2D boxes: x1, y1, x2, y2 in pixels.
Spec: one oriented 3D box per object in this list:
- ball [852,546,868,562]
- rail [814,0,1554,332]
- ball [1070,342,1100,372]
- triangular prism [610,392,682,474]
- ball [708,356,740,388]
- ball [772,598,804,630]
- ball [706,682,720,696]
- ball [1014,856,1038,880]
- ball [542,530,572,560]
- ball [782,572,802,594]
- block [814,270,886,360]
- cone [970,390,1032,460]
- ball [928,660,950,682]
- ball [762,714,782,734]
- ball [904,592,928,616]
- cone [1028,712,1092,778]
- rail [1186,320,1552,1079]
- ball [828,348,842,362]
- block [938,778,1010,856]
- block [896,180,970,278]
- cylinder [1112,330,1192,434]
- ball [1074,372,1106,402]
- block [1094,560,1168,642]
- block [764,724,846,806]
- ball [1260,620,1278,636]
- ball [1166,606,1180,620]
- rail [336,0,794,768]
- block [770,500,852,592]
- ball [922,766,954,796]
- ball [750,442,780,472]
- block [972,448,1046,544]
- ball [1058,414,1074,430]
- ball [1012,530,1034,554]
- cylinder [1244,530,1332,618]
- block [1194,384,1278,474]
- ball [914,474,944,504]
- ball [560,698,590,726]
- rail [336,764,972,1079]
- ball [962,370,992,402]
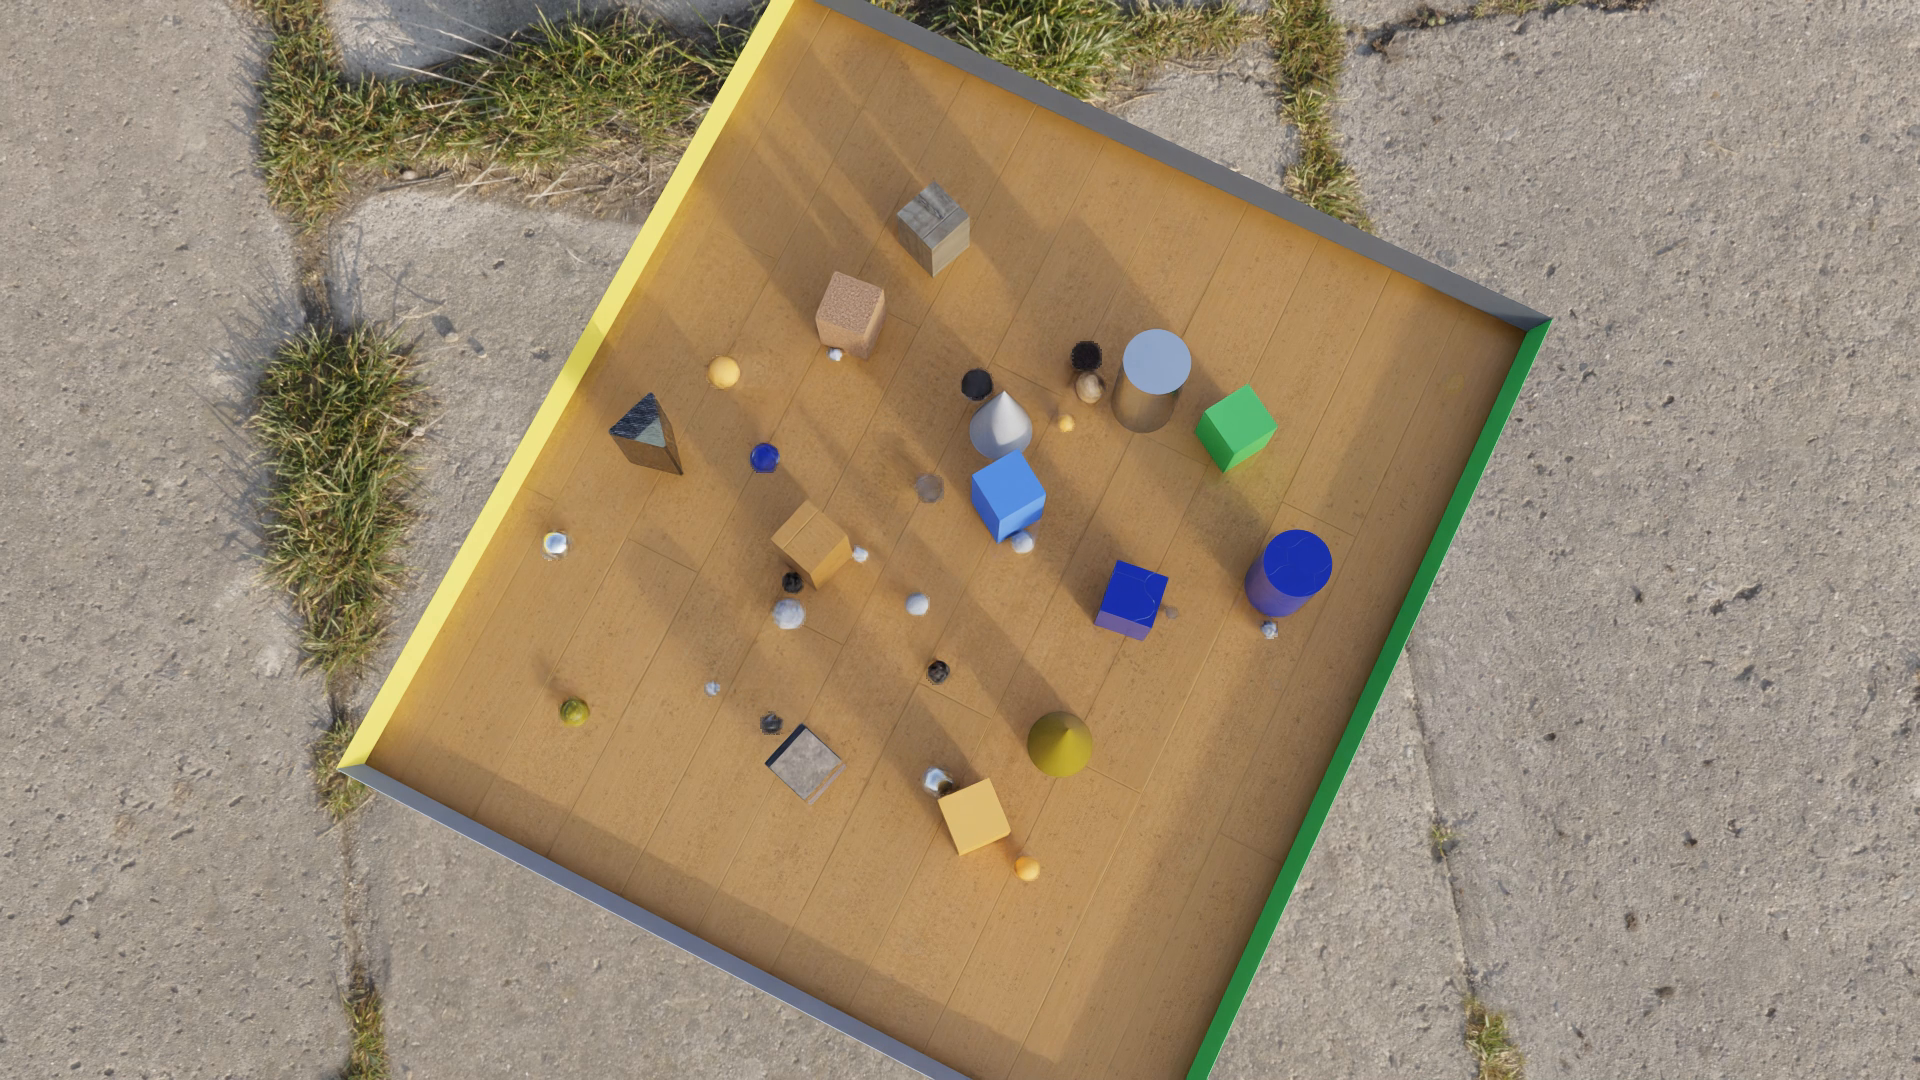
[{"bbox_3d":[-0.304,0.043,5.580,0.048,0.048,0.048,0,78,0],"label":"ball"},{"bbox_3d":[0.629,-1.226,5.804,2.645,0.128,0.045,26,80,5],"label":"rail"},{"bbox_3d":[0.389,-0.568,5.686,0.094,0.094,0.094,0,78,0],"label":"ball"},{"bbox_3d":[-0.920,-0.327,5.507,0.171,0.347,0.148,15,79,3],"label":"triangular prism"},{"bbox_3d":[-0.732,-0.519,5.674,0.098,0.098,0.098,0,78,0],"label":"ball"},{"bbox_3d":[-0.518,0.223,5.522,0.094,0.094,0.094,0,78,0],"label":"ball"},{"bbox_3d":[-0.742,0.446,5.504,0.041,0.041,0.041,0,78,0],"label":"ball"},{"bbox_3d":[0.196,0.962,5.381,0.072,0.072,0.072,0,78,0],"label":"ball"},{"bbox_3d":[-1.224,0.013,5.567,0.092,0.092,0.092,0,78,0],"label":"ball"},{"bbox_3d":[-0.509,0.129,5.557,0.064,0.064,0.064,0,78,0],"label":"ball"},{"bbox_3d":[-0.333,-0.685,5.625,0.158,0.261,0.158,21,79,4],"label":"block"},{"bbox_3d":[0.127,-0.386,5.474,0.197,0.435,0.197,0,78,0],"label":"cone"},{"bbox_3d":[-0.063,0.396,5.501,0.066,0.066,0.066,0,78,0],"label":"ball"},{"bbox_3d":[-0.561,0.548,5.473,0.059,0.059,0.059,0,78,0],"label":"ball"},{"bbox_3d":[-0.131,0.194,5.540,0.071,0.071,0.071,0,78,0],"label":"ball"},{"bbox_3d":[0.300,0.566,5.269,0.197,0.450,0.197,0,78,0],"label":"cone"},{"bbox_3d":[1.162,0.576,5.431,0.045,0.128,2.862,26,80,5],"label":"rail"},{"bbox_3d":[-0.390,-0.578,5.715,0.042,0.042,0.042,0,78,0],"label":"ball"},{"bbox_3d":[0.040,0.802,5.285,0.158,0.324,0.158,-22,79,-4],"label":"block"},{"bbox_3d":[-0.082,-0.961,5.686,0.158,0.254,0.158,-43,81,-8],"label":"block"},{"bbox_3d":[0.569,-0.471,5.495,0.197,0.430,0.197,0,78,0],"label":"cylinder"},{"bbox_3d":[0.400,-0.473,5.664,0.098,0.098,0.098,0,78,0],"label":"ball"},{"bbox_3d":[0.506,0.183,5.443,0.158,0.265,0.158,19,79,4],"label":"block"},{"bbox_3d":[-0.449,0.658,5.357,0.158,0.242,0.158,42,81,8],"label":"block"},{"bbox_3d":[0.933,0.268,5.536,0.048,0.048,0.048,0,78,0],"label":"ball"},{"bbox_3d":[0.643,0.221,5.550,0.040,0.040,0.040,0,78,0],"label":"ball"},{"bbox_3d":[-1.162,-0.562,5.667,0.045,0.128,2.862,26,80,5],"label":"rail"},{"bbox_3d":[-0.439,0.021,5.459,0.158,0.300,0.158,41,81,8],"label":"block"},{"bbox_3d":[-0.065,0.714,5.423,0.090,0.090,0.090,0,78,0],"label":"ball"},{"bbox_3d":[-0.599,-0.254,5.624,0.089,0.089,0.089,0,78,0],"label":"ball"},{"bbox_3d":[0.142,-0.127,5.471,0.158,0.337,0.158,-30,80,-6],"label":"block"},{"bbox_3d":[0.325,-0.364,5.666,0.051,0.051,0.051,0,78,0],"label":"ball"},{"bbox_3d":[0.191,0.006,5.579,0.071,0.071,0.071,0,78,0],"label":"ball"},{"bbox_3d":[0.966,0.102,5.412,0.197,0.360,0.197,0,78,0],"label":"cylinder"},{"bbox_3d":[0.836,-0.336,5.564,0.158,0.240,0.158,-32,80,-6],"label":"block"},{"bbox_3d":[-0.096,-0.156,5.604,0.088,0.088,0.088,0,78,0],"label":"ball"},{"bbox_3d":[-1.150,0.513,5.466,0.088,0.088,0.088,0,78,0],"label":"ball"},{"bbox_3d":[-0.629,1.239,5.294,2.645,0.128,0.045,26,80,5],"label":"rail"},{"bbox_3d":[0.053,-0.478,5.666,0.098,0.098,0.098,0,78,0],"label":"ball"}]
